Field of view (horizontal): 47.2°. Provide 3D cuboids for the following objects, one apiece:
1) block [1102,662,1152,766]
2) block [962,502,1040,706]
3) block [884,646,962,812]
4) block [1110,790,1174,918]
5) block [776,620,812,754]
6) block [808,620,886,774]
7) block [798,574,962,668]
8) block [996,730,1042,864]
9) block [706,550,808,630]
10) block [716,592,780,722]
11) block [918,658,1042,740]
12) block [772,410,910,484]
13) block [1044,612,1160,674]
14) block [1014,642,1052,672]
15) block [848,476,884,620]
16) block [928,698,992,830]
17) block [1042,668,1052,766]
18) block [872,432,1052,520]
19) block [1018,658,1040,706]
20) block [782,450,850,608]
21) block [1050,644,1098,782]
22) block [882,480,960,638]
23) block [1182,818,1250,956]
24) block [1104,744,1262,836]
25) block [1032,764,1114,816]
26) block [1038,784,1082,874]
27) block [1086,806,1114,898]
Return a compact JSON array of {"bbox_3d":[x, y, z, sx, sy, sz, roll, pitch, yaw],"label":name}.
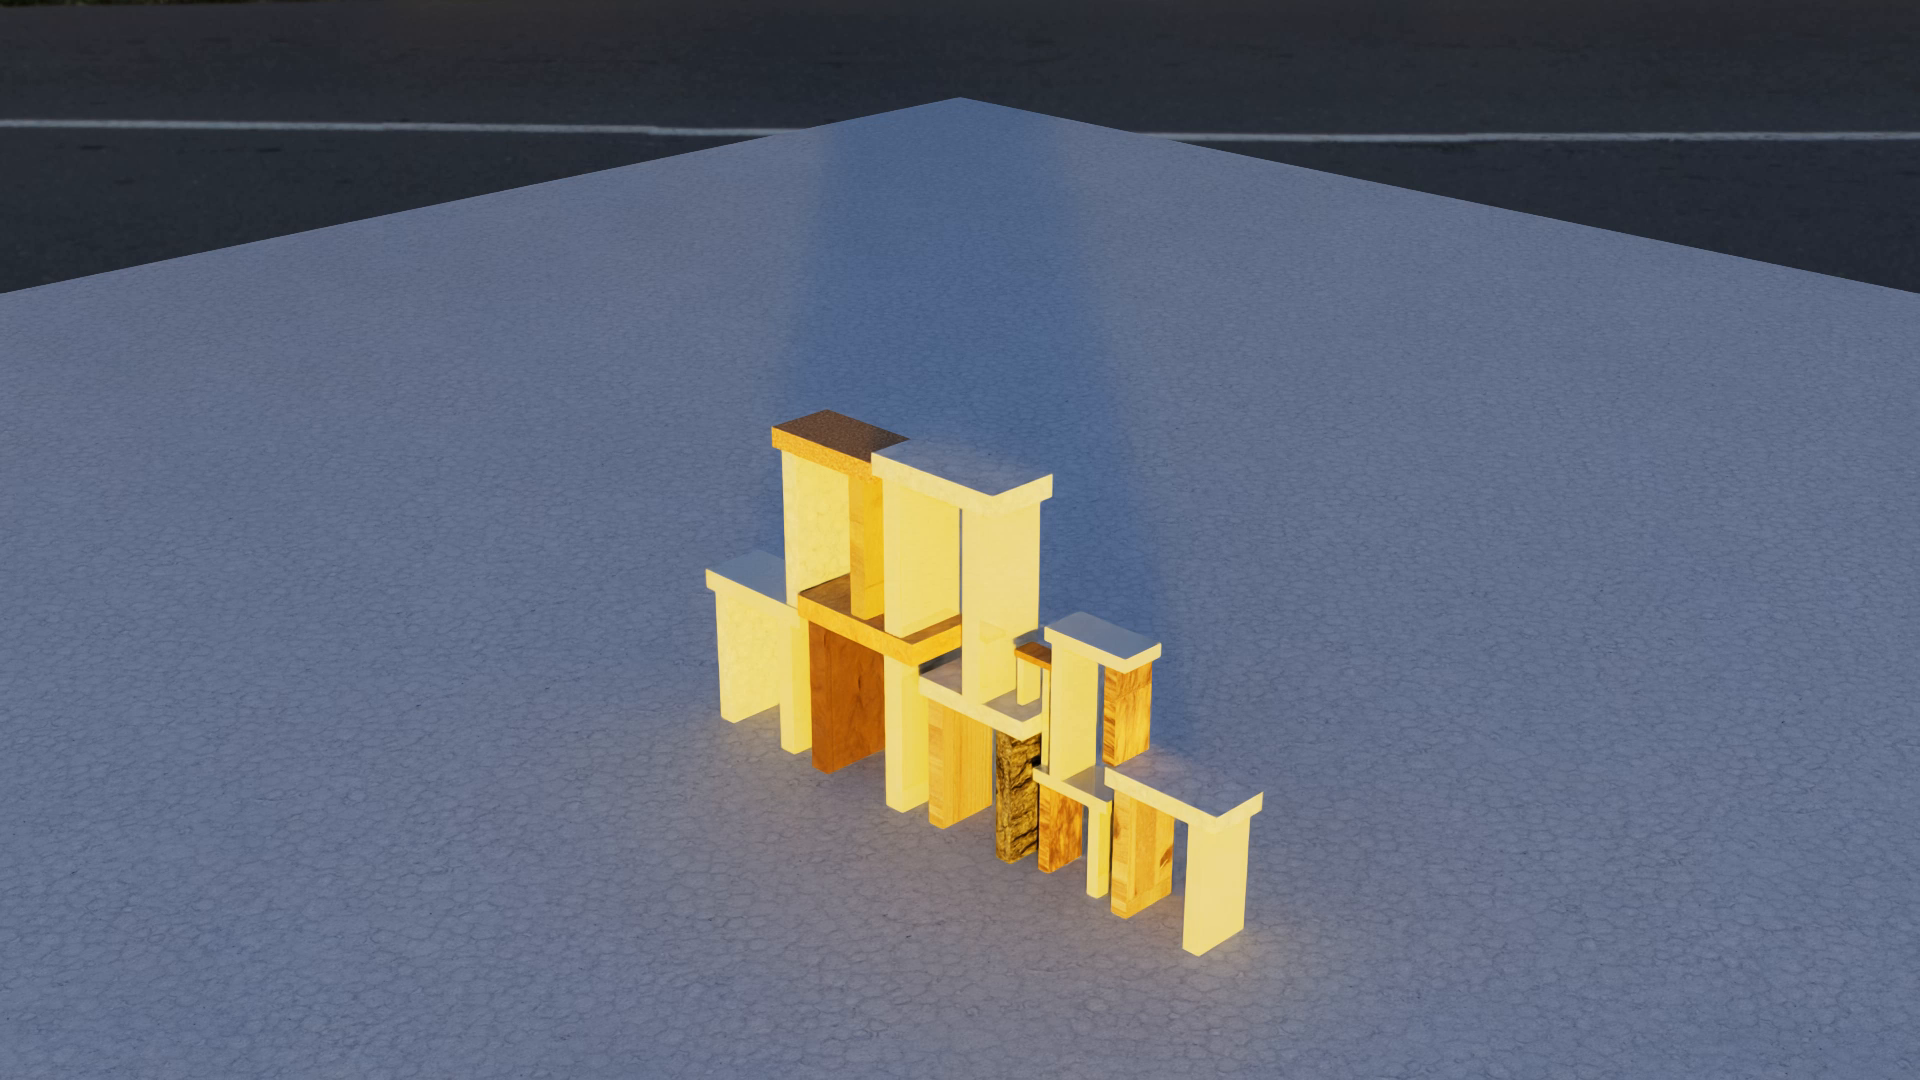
[{"bbox_3d":[0.306,0.307,4.023,0.028,0.196,0.098,21,31,41],"label":"block"},{"bbox_3d":[0.078,0.107,4.189,0.046,0.392,0.162,21,31,41],"label":"block"},{"bbox_3d":[-0.073,0.367,4.461,0.048,0.340,0.170,21,31,41],"label":"block"},{"bbox_3d":[0.342,0.563,4.100,0.037,0.261,0.131,21,31,41],"label":"block"},{"bbox_3d":[-0.314,0.290,4.688,0.043,0.303,0.152,21,31,41],"label":"block"},{"bbox_3d":[-0.233,0.304,4.609,0.048,0.340,0.170,21,31,41],"label":"block"},{"bbox_3d":[-0.153,0.157,4.459,0.340,0.048,0.170,21,31,41],"label":"block"},{"bbox_3d":[0.134,0.477,4.279,0.040,0.280,0.140,21,31,41],"label":"block"},{"bbox_3d":[-0.385,0.103,4.686,0.303,0.043,0.152,21,31,41],"label":"block"},{"bbox_3d":[-0.457,0.235,4.820,0.043,0.303,0.152,21,31,41],"label":"block"},{"bbox_3d":[0.068,0.304,4.278,0.280,0.040,0.140,21,31,41],"label":"block"},{"bbox_3d":[-0.221,-0.188,4.391,0.299,0.042,0.149,21,31,41],"label":"block"},{"bbox_3d":[0.260,0.186,4.022,0.196,0.028,0.098,21,31,41],"label":"block"},{"bbox_3d":[0.155,0.220,4.155,0.098,0.014,0.049,21,31,40],"label":"block"},{"bbox_3d":[-0.150,-0.004,4.392,0.042,0.299,0.149,21,31,41],"label":"block"},{"bbox_3d":[0.002,0.425,4.401,0.040,0.280,0.140,21,31,41],"label":"block"},{"bbox_3d":[0.178,0.329,4.176,0.049,0.203,0.014,-21,31,-41],"label":"block"},{"bbox_3d":[0.002,-0.125,4.174,0.323,0.046,0.162,21,31,41],"label":"block"},{"bbox_3d":[0.132,0.262,4.198,0.014,0.098,0.049,21,31,41],"label":"block"},{"bbox_3d":[-0.291,-0.039,4.530,0.042,0.341,0.149,21,31,41],"label":"block"},{"bbox_3d":[0.214,0.309,4.124,0.098,0.279,0.028,-21,31,-41],"label":"block"},{"bbox_3d":[-0.075,0.016,4.316,0.046,0.323,0.162,21,31,41],"label":"block"},{"bbox_3d":[0.465,0.611,3.986,0.037,0.261,0.130,21,31,41],"label":"block"},{"bbox_3d":[0.404,0.450,3.985,0.261,0.037,0.131,21,31,41],"label":"block"},{"bbox_3d":[0.239,0.459,4.163,0.094,0.027,0.188,-21,31,-41],"label":"block"},{"bbox_3d":[0.195,0.541,4.245,0.027,0.188,0.094,21,31,41],"label":"block"},{"bbox_3d":[0.283,0.575,4.164,0.027,0.188,0.094,21,31,41],"label":"block"}]
